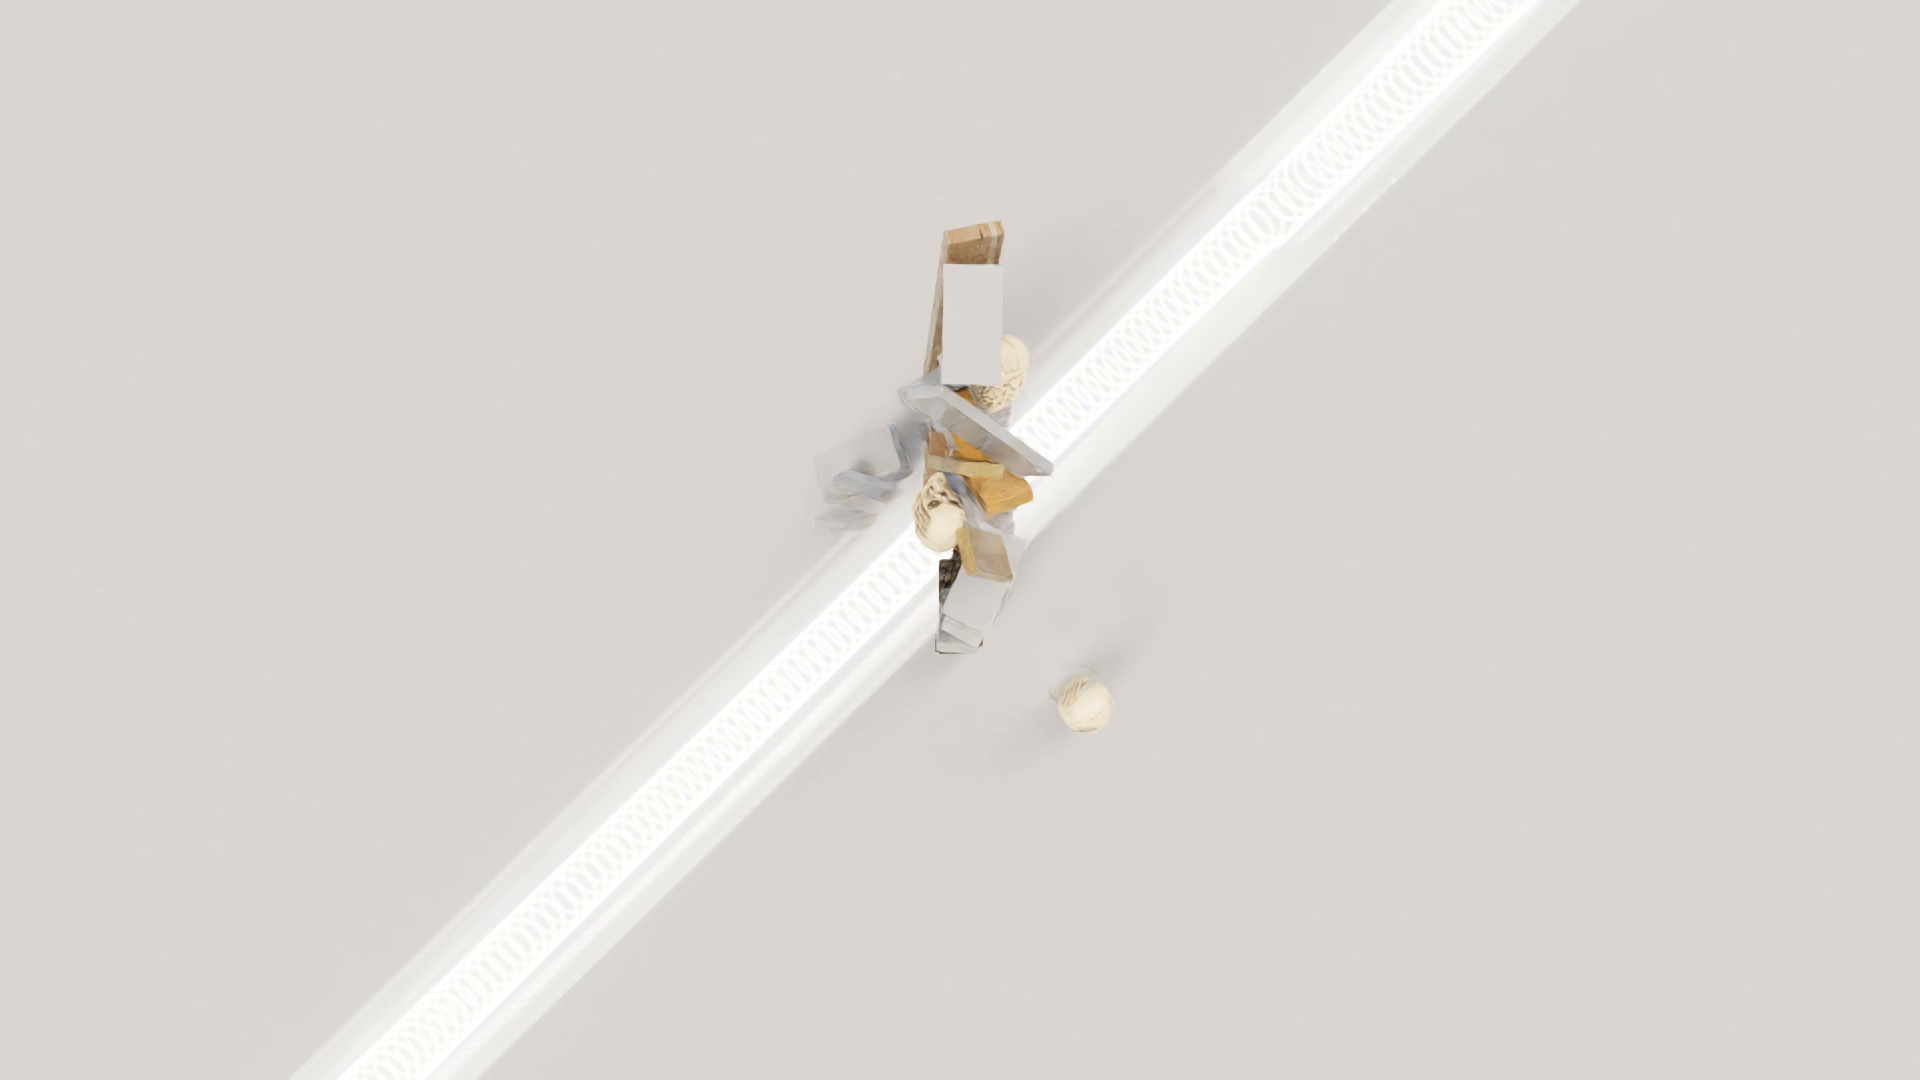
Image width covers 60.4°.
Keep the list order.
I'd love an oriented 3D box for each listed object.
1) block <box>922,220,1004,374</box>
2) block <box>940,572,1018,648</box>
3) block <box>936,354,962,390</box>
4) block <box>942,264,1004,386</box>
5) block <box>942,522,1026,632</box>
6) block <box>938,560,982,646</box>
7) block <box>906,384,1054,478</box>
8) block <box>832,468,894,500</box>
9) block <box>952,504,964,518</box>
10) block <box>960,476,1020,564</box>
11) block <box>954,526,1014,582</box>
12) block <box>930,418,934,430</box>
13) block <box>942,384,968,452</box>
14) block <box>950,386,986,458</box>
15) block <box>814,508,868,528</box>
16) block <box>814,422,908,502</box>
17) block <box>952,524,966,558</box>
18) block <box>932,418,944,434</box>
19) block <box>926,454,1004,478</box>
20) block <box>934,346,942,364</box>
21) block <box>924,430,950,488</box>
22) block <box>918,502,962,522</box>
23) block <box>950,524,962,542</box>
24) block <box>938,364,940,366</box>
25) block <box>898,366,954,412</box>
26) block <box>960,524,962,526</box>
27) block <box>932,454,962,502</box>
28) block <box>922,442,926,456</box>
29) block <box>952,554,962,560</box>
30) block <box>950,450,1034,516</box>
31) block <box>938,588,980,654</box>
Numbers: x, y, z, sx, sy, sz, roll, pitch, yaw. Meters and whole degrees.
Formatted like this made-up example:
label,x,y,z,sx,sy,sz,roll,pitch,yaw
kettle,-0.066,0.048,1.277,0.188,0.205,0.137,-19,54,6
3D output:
label,x,y,z,sx,sy,sz,roll,pitch,yaw
block,0.003,-0.670,4.725,0.157,0.728,0.044,-13,68,-12
block,0.056,0.182,4.930,0.126,0.036,0.252,28,93,-11
block,0.018,-0.514,4.560,0.157,0.314,0.044,-43,106,8
block,0.033,-0.569,4.364,0.157,0.044,0.314,1,99,-1
block,0.070,0.107,4.817,0.145,0.041,0.291,24,95,-1
block,0.001,0.199,5.207,0.136,0.039,0.273,0,90,0
block,0.062,-0.297,4.581,0.492,0.127,0.036,32,66,-41
block,-0.306,-0.175,5.202,0.175,0.088,0.025,18,62,-28
block,0.007,-0.094,5.346,0.152,0.304,0.043,-3,90,-1
block,0.087,-0.061,4.912,0.145,0.041,0.291,-8,67,3
block,0.068,0.041,4.566,0.036,0.254,0.127,-19,76,21
block,-0.035,-0.361,4.994,0.091,0.182,0.026,2,84,-9
block,-0.011,-0.375,4.829,0.104,0.030,0.209,-19,103,-7
block,0.020,-0.335,4.783,0.104,0.030,0.209,-21,113,15
block,-0.377,-0.068,5.206,0.088,0.176,0.025,-28,109,-32
block,-0.320,-0.248,5.285,0.304,0.043,0.152,-23,80,28
block,0.018,0.002,5.377,0.054,0.015,0.109,25,87,-16
block,-0.039,-0.402,4.896,0.088,0.025,0.176,-2,66,-11
block,0.013,-0.205,4.556,0.127,0.254,0.036,3,96,-22
block,-0.001,-0.571,4.779,0.088,0.175,0.025,-4,61,-30
block,-0.061,-0.253,5.135,0.091,0.026,0.182,-3,114,-20
block,-0.062,-0.089,5.084,0.088,0.175,0.025,-9,102,-14
block,0.067,0.042,5.157,0.126,0.439,0.036,32,95,-15
block,-0.007,-0.556,4.884,0.088,0.351,0.025,-12,66,-15
block,-0.063,-0.447,4.708,0.209,0.104,0.030,-32,126,-13
block,0.014,-0.030,5.441,0.054,0.109,0.015,10,80,-11
block,-0.010,-0.204,5.033,0.091,0.026,0.182,13,64,21
block,-0.023,-0.291,5.338,0.152,0.304,0.043,1,92,8
block,0.001,0.050,5.445,0.054,0.109,0.015,10,82,0
block,0.092,-0.194,4.881,0.145,0.291,0.041,-19,134,-12
block,-0.001,0.247,5.077,0.126,0.252,0.036,3,129,0
